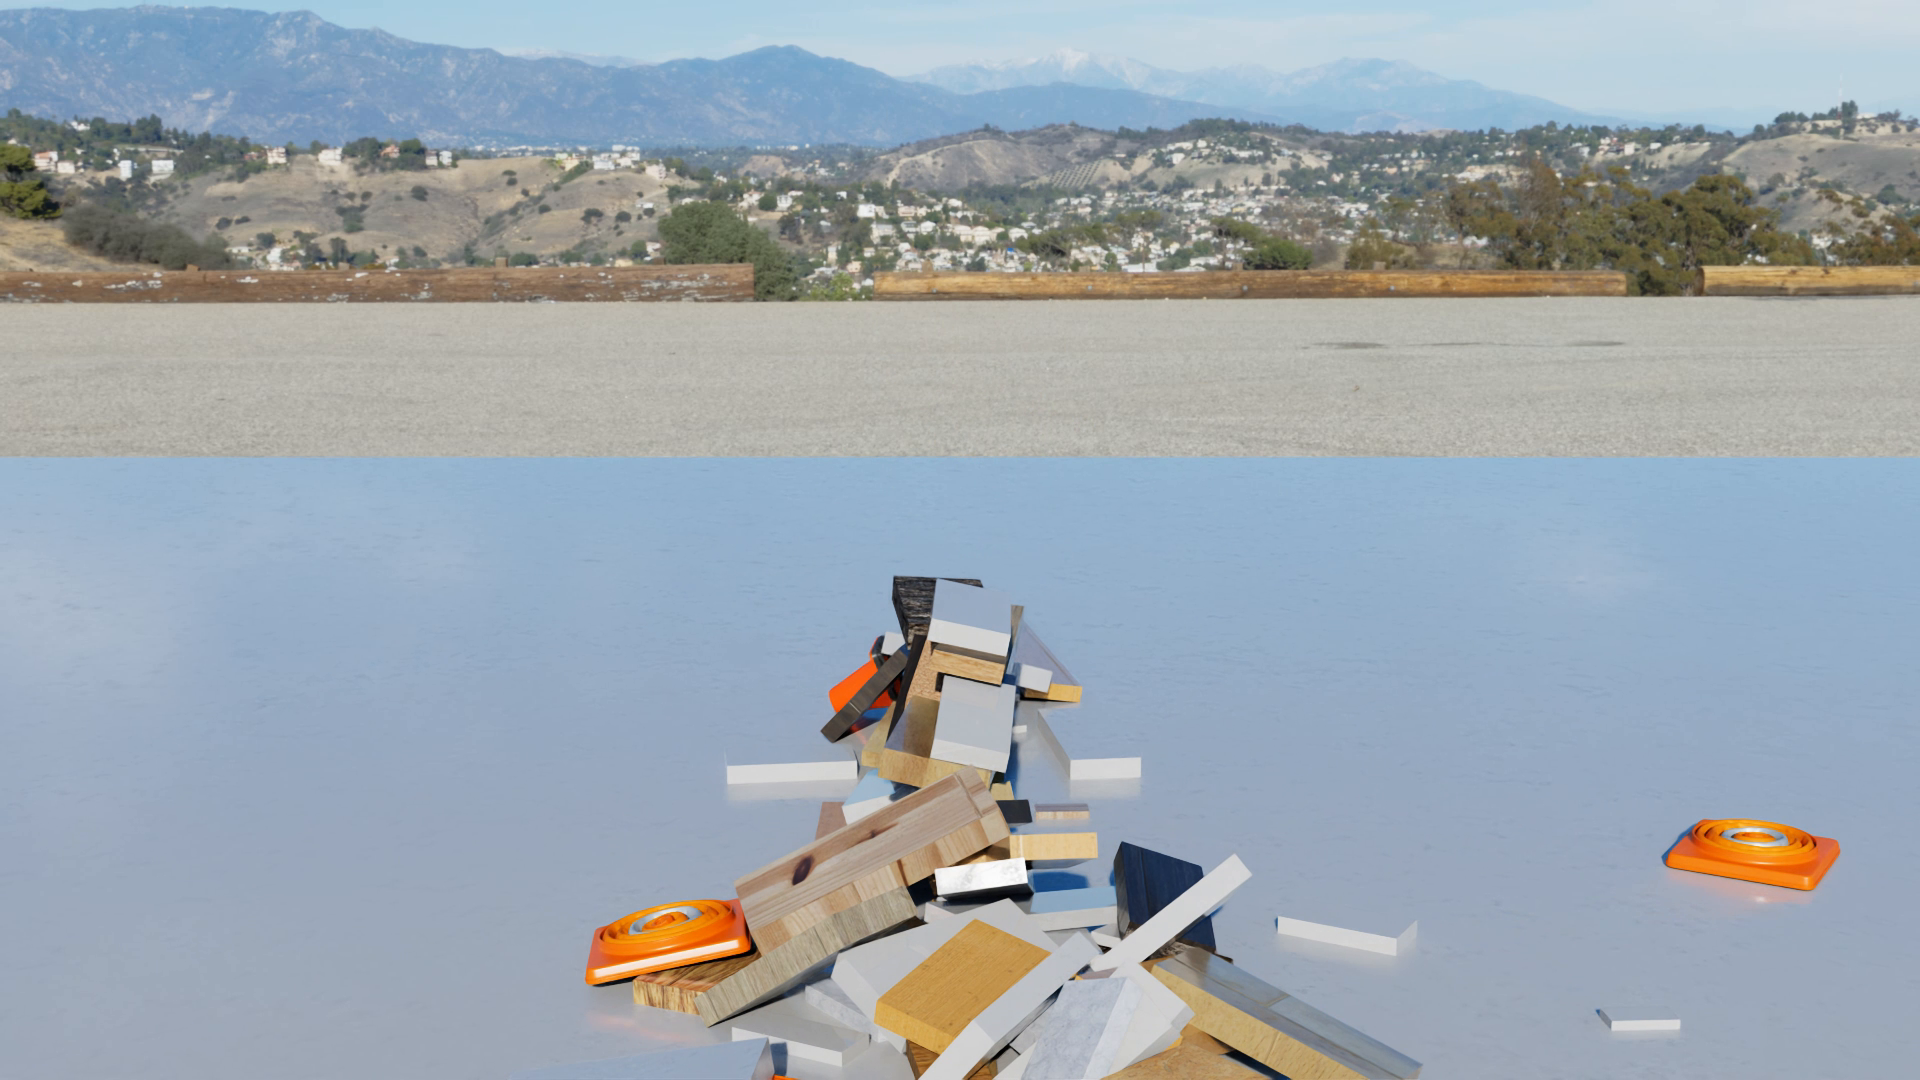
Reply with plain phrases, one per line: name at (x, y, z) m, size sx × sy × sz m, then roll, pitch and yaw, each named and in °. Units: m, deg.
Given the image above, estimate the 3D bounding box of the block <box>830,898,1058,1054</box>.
block at (-0.004, 0.600, 3.052) m, size 0.318 × 0.045 × 0.159 m, roll -10°, pitch 38°, yaw -41°

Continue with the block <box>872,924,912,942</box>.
block at (-0.063, 0.633, 3.221) m, size 0.093 × 0.026 × 0.186 m, roll -17°, pitch 31°, yaw -34°

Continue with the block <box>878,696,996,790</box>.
block at (-0.022, 0.344, 3.667) m, size 0.175 × 0.050 × 0.351 m, roll 13°, pitch 11°, yaw 4°

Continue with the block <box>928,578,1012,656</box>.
block at (0.019, 0.137, 3.953) m, size 0.140 × 0.040 × 0.281 m, roll 12°, pitch 13°, yaw -2°

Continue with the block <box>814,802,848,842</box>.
block at (-0.187, 0.524, 3.921) m, size 0.132 × 0.037 × 0.264 m, roll 0°, pitch 11°, yaw 0°

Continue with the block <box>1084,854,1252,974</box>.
block at (0.286, 0.558, 3.131) m, size 0.273 × 0.039 × 0.136 m, roll -34°, pitch -15°, yaw -22°

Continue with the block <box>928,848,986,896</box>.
block at (0.017, 0.530, 3.534) m, size 0.134 × 0.038 × 0.267 m, roll -10°, pitch -14°, yaw -1°

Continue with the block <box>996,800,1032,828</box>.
block at (-0.029, 0.471, 3.580) m, size 0.267 × 0.038 × 0.134 m, roll -21°, pitch -17°, yaw 36°

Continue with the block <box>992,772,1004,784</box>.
block at (0.006, 0.438, 4.142) m, size 0.153 × 0.043 × 0.305 m, roll 0°, pitch 27°, yaw 0°

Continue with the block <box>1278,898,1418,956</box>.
block at (0.613, 0.611, 3.480) m, size 0.195 × 0.028 × 0.098 m, roll 6°, pitch 12°, yaw 30°

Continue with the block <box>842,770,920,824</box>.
block at (-0.118, 0.443, 3.902) m, size 0.132 × 0.037 × 0.264 m, roll -15°, pitch 5°, yaw 9°

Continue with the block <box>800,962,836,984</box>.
block at (-0.192, 0.637, 3.350) m, size 0.082 × 0.023 × 0.164 m, roll 4°, pitch 11°, yaw 22°

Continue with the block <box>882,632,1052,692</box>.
block at (0.016, 0.265, 4.774) m, size 0.339 × 0.048 × 0.170 m, roll 16°, pitch -5°, yaw -37°

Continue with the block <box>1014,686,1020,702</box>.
block at (0.102, 0.338, 4.958) m, size 0.059 × 0.017 × 0.117 m, roll 7°, pitch 10°, yaw -4°

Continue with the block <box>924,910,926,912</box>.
block at (-0.030, 0.611, 3.435) m, size 0.060 × 0.017 × 0.120 m, roll 1°, pitch 24°, yaw 6°

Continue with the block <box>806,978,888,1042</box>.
block at (-0.133, 0.670, 3.167) m, size 0.093 × 0.026 × 0.186 m, roll -8°, pitch 13°, yaw -36°

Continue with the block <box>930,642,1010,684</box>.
block at (0.019, 0.209, 3.799) m, size 0.122 × 0.035 × 0.244 m, roll 12°, pitch 3°, yaw 3°

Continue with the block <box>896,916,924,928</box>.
block at (-0.078, 0.618, 3.324) m, size 0.093 × 0.026 × 0.186 m, roll -15°, pitch 28°, yaw -31°

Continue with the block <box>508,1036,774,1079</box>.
block at (-0.415, 0.701, 2.766) m, size 0.339 × 0.048 × 0.170 m, roll -9°, pitch 8°, yaw 5°

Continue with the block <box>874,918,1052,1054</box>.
block at (0.008, 0.600, 2.948) m, size 0.127 × 0.036 × 0.254 m, roll 20°, pitch 26°, yaw 25°

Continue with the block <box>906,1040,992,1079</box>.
block at (-0.007, 0.696, 2.831) m, size 0.089 × 0.025 × 0.178 m, roll -2°, pitch 20°, yaw -13°

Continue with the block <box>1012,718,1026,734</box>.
block at (0.099, 0.393, 4.693) m, size 0.049 × 0.014 × 0.099 m, roll -4°, pitch 11°, yaw -23°

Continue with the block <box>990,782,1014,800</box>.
block at (-0.037, 0.460, 3.703) m, size 0.132 × 0.037 × 0.264 m, roll -5°, pitch -15°, yaw -35°

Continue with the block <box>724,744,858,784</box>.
block at (-0.337, 0.443, 4.362) m, size 0.254 × 0.036 × 0.127 m, roll -1°, pitch 11°, yaw -8°

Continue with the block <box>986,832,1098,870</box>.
block at (0.119, 0.467, 3.283) m, size 0.127 × 0.036 × 0.254 m, roll -1°, pitch -12°, yaw -8°

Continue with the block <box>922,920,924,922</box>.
block at (-0.043, 0.622, 3.368) m, size 0.060 × 0.017 × 0.120 m, roll -7°, pitch 25°, yaw -14°

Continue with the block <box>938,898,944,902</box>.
block at (-0.010, 0.602, 3.494) m, size 0.052 × 0.015 × 0.104 m, roll -2°, pitch 24°, yaw 0°

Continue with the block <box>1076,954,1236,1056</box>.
block at (0.297, 0.634, 2.982) m, size 0.167 × 0.047 × 0.335 m, roll 25°, pitch 9°, yaw 31°

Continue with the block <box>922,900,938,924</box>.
block at (0.019, 0.609, 3.266) m, size 0.126 × 0.036 × 0.252 m, roll 27°, pitch 3°, yaw -8°

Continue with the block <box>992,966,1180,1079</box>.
block at (0.157, 0.652, 2.761) m, size 0.223 × 0.032 × 0.112 m, roll -40°, pitch 46°, yaw -3°

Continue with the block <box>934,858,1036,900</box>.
block at (0.042, 0.512, 3.283) m, size 0.127 × 0.036 × 0.422 m, roll -8°, pitch -12°, yaw 2°
